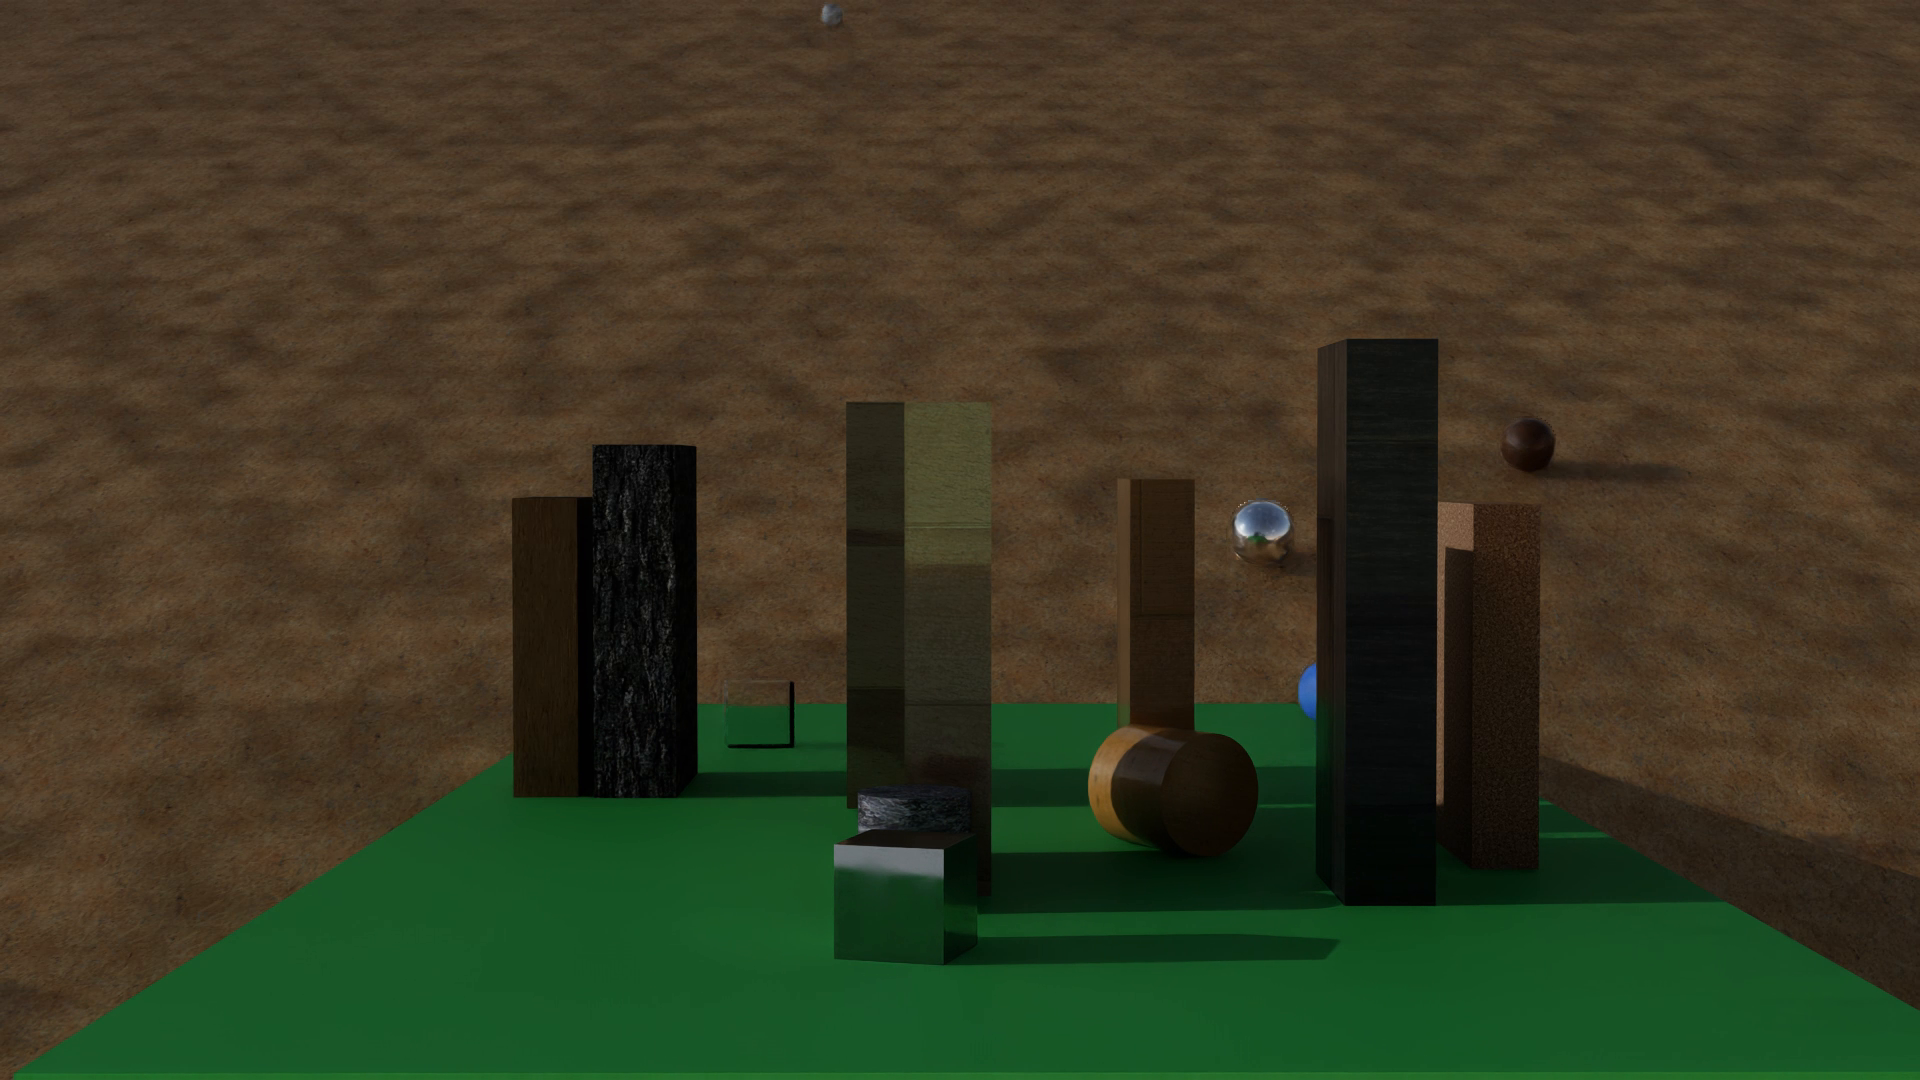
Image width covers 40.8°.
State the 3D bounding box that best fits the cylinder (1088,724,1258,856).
[{"bbox_3d":[0.334,0.391,4.056,0.191,0.191,0.191,-17,10,-31],"label":"cylinder"}]

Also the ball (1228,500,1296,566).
[{"bbox_3d":[0.875,-0.019,7.468,0.190,0.190,0.190,0,25,0],"label":"ball"}]

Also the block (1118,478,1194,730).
[{"bbox_3d":[0.328,0.188,4.349,0.105,0.581,0.335,0,2,0],"label":"block"}]

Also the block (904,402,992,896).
[{"bbox_3d":[-0.017,0.148,3.804,0.121,0.691,0.393,0,2,0],"label":"block"}]

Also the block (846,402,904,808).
[{"bbox_3d":[-0.149,0.109,4.748,0.102,0.716,0.429,0,2,0],"label":"block"}]

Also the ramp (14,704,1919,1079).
[{"bbox_3d":[0.058,0.522,4.561,2.000,0.100,4.000,0,2,0],"label":"ramp"}]

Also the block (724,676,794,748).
[{"bbox_3d":[-0.436,0.373,5.590,0.140,0.140,0.140,0,1,-10],"label":"block"}]

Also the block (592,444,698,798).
[{"bbox_3d":[-0.591,0.143,4.870,0.150,0.642,0.384,0,2,0],"label":"block"}]

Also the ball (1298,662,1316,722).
[{"bbox_3d":[0.863,0.354,5.996,0.155,0.155,0.155,0,25,0],"label":"ball"}]

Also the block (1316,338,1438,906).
[{"bbox_3d":[0.589,0.110,3.663,0.125,0.775,0.285,0,2,0],"label":"block"}]

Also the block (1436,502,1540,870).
[{"bbox_3d":[0.815,0.215,3.999,0.100,0.545,0.306,0,2,0],"label":"block"}]

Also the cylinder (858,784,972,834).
[{"bbox_3d":[-0.062,0.423,3.537,0.156,0.156,0.156,0,2,0],"label":"cylinder"}]

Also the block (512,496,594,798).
[{"bbox_3d":[-0.755,0.193,4.822,0.118,0.545,0.261,0,2,0],"label":"block"}]

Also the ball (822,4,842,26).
[{"bbox_3d":[-0.656,-2.690,13.202,0.109,0.109,0.109,0,25,0],"label":"ball"}]

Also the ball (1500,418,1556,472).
[{"bbox_3d":[1.780,-0.298,8.084,0.169,0.169,0.169,0,25,0],"label":"ball"}]

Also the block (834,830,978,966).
[{"bbox_3d":[-0.066,0.441,3.196,0.141,0.141,0.141,0,2,17],"label":"block"}]
